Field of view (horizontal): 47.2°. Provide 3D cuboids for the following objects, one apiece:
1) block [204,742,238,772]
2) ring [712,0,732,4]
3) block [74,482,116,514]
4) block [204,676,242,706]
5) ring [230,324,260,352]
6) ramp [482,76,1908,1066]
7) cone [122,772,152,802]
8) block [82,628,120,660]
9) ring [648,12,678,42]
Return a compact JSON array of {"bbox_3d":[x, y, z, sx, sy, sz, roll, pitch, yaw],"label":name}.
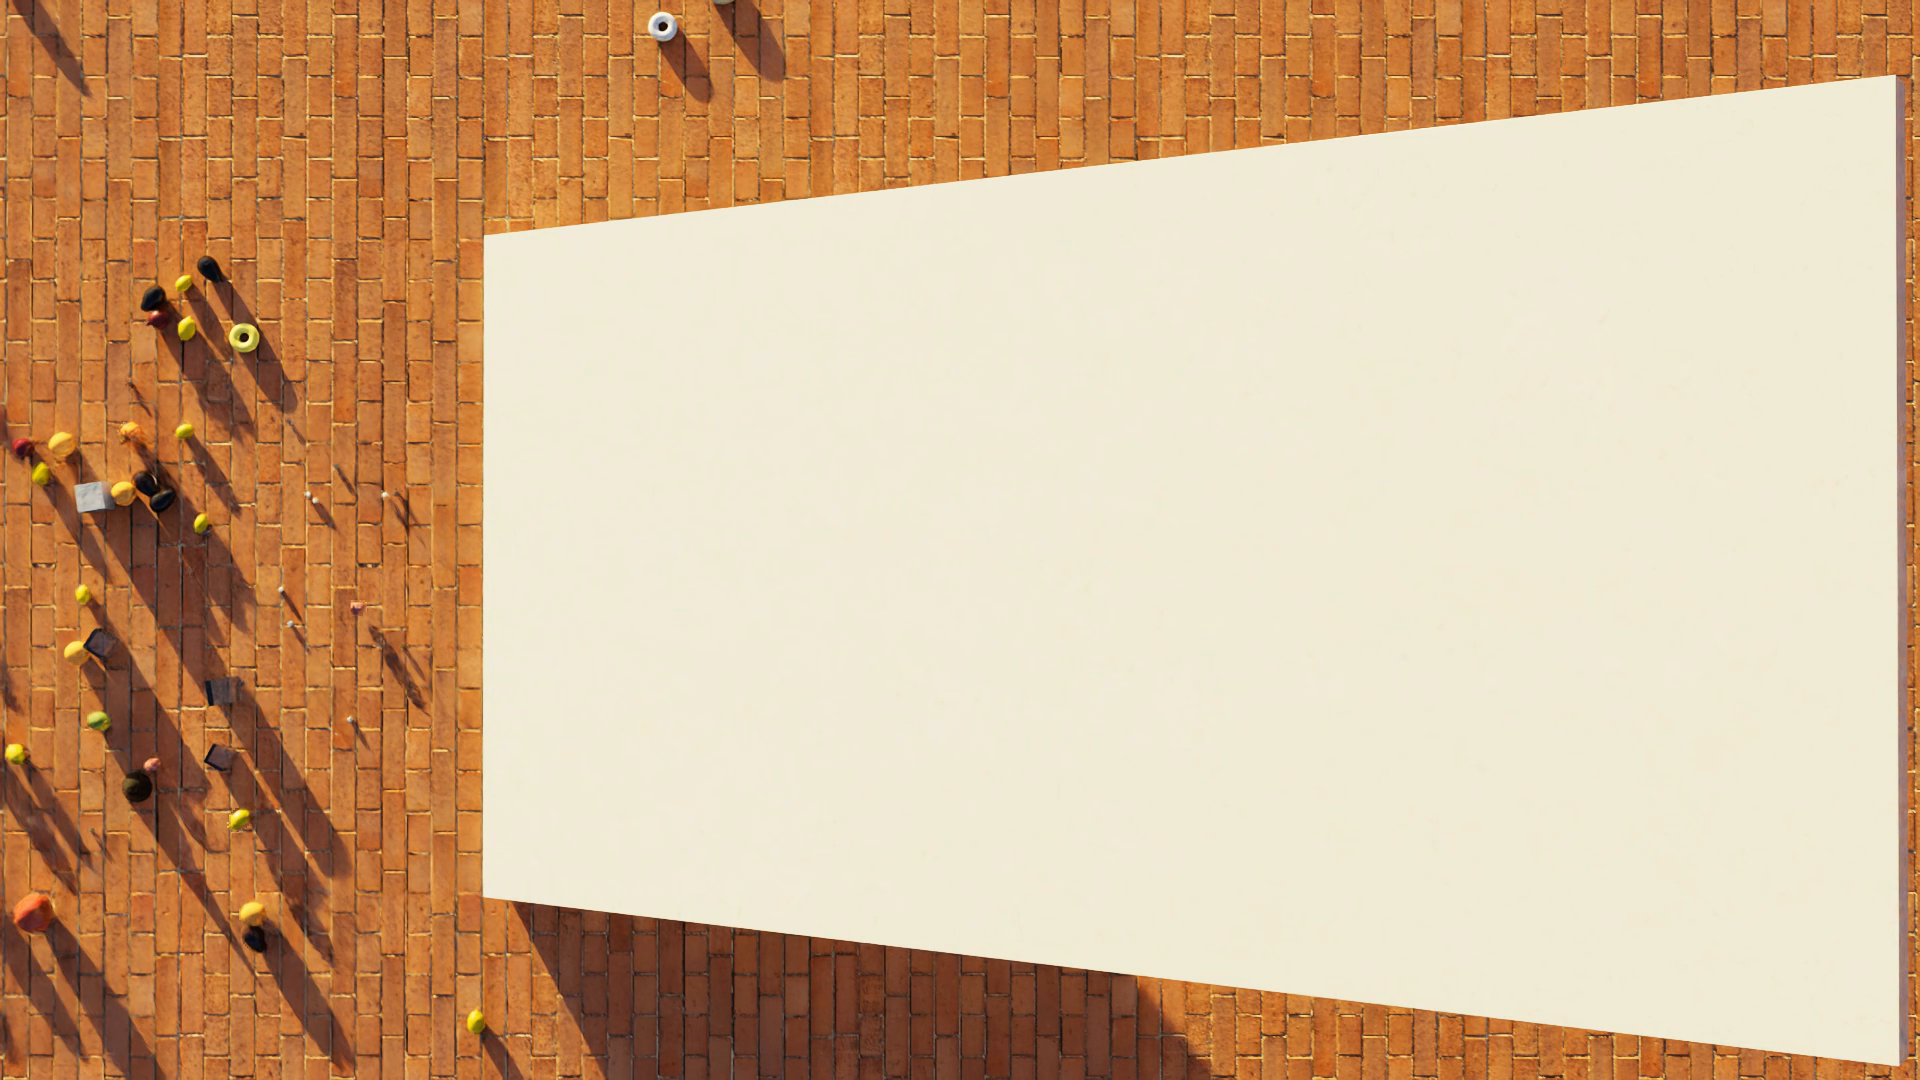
[{"bbox_3d":[-2.250,0.660,6.696,0.064,0.064,0.064,28,90,0],"label":"block"},{"bbox_3d":[-0.728,-1.695,6.730,0.112,0.037,0.112,0,88,0],"label":"ring"},{"bbox_3d":[-2.633,-0.130,6.693,0.083,0.083,0.083,-9,90,0],"label":"block"},{"bbox_3d":[-2.240,0.459,6.691,0.078,0.078,0.078,-9,90,0],"label":"block"},{"bbox_3d":[-2.188,-0.618,6.724,0.091,0.030,0.091,0,89,1],"label":"ring"},{"bbox_3d":[0.253,0.070,5.585,4.000,0.100,2.000,0,89,34],"label":"ramp"},{"bbox_3d":[-2.518,0.755,6.681,0.094,0.094,0.094,0,90,0],"label":"cone"},{"bbox_3d":[-2.614,0.315,6.698,0.067,0.067,0.067,35,90,0],"label":"block"},{"bbox_3d":[-0.909,-1.571,6.732,0.089,0.030,0.089,0,88,1],"label":"ring"}]
